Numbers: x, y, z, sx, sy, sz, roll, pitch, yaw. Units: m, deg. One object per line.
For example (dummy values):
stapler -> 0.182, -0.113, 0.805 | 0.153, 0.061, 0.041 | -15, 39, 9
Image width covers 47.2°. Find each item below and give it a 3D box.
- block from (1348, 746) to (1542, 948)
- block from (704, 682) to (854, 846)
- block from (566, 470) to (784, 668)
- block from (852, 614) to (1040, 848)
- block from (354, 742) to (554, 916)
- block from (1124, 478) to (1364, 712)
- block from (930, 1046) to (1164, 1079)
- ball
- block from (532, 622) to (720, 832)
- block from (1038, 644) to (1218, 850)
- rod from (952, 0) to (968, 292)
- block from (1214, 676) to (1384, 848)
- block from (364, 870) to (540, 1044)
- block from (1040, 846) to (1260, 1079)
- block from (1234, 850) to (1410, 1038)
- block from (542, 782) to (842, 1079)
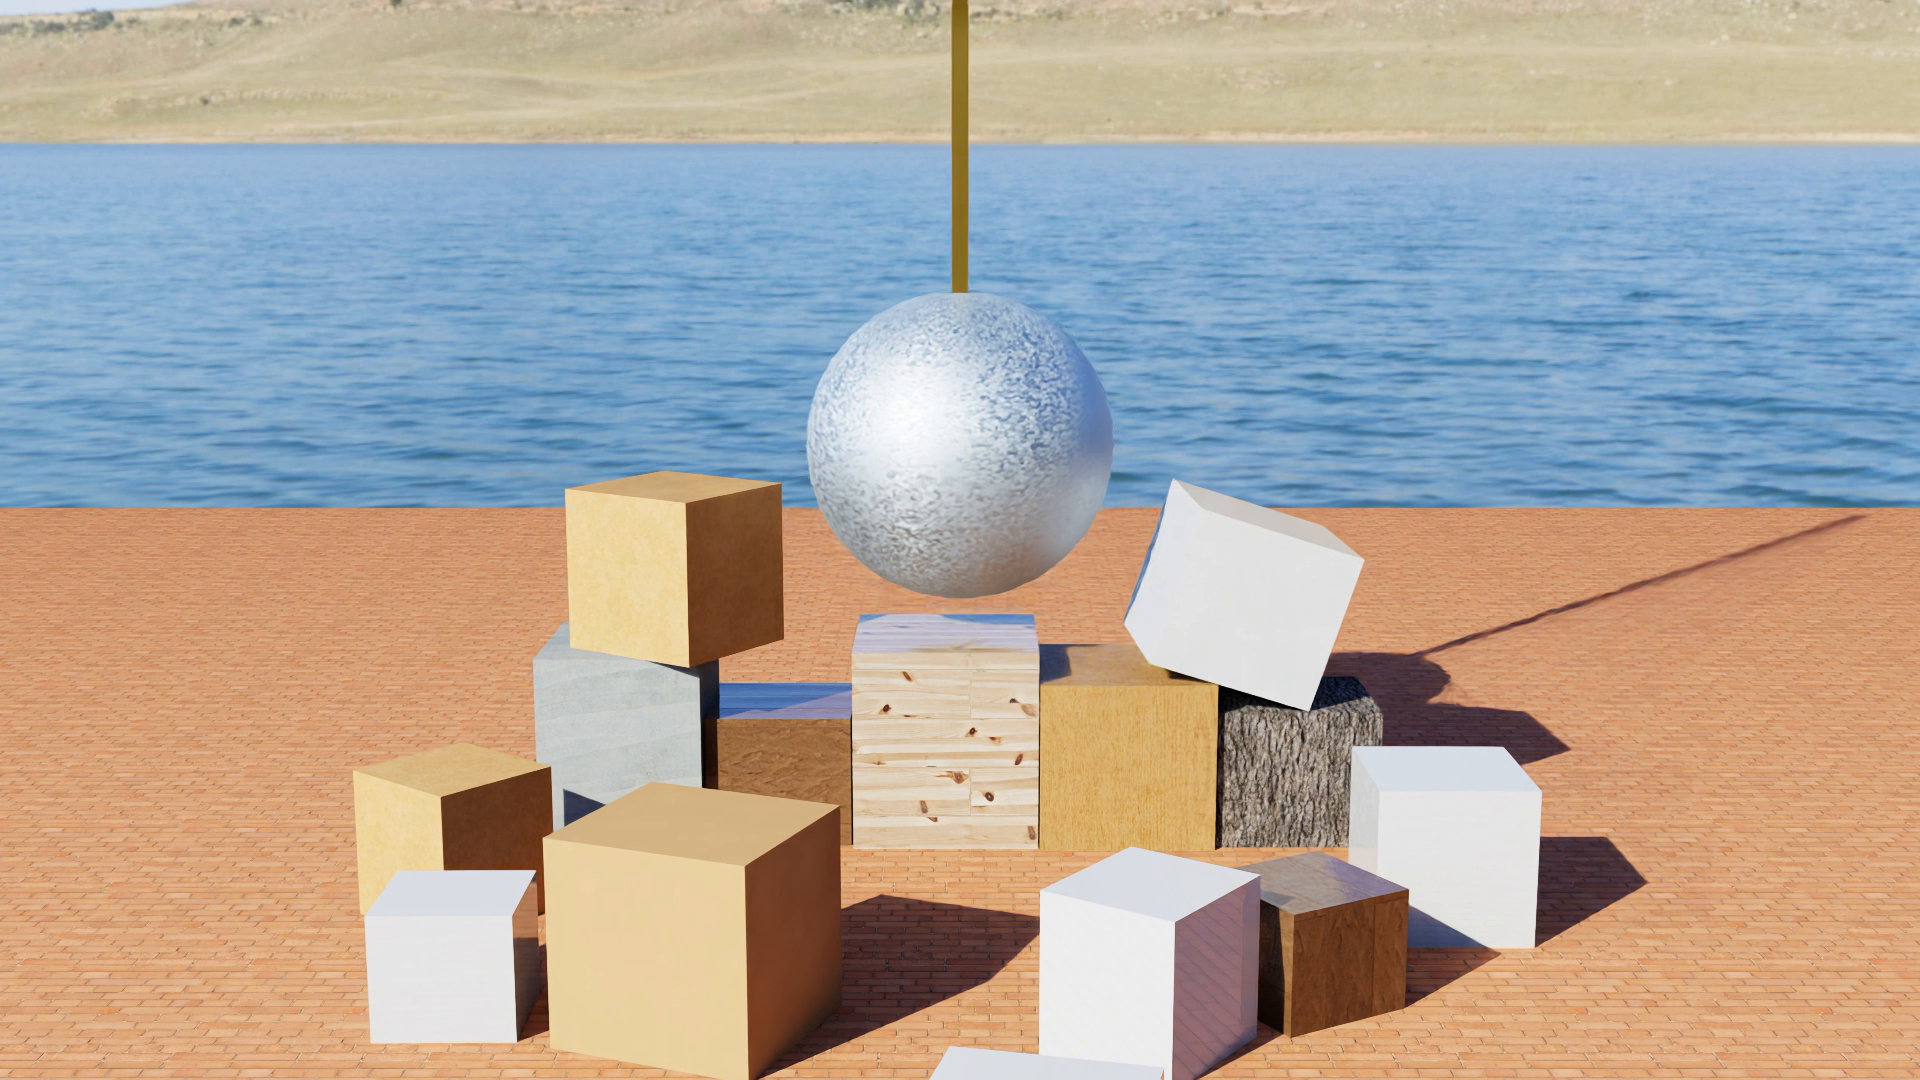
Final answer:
block -> 2.179, 1.380, 9.972 | 0.704, 0.716, 0.716 | 0, 10, 0
block -> -0.912, 1.150, 11.398 | 0.729, 0.658, 0.747 | 0, 10, 0
block -> -1.435, 0.127, 11.116 | 0.783, 0.809, 0.743 | 7, 12, 33
block -> -0.071, 0.974, 11.386 | 0.926, 1.010, 0.889 | 0, 10, 0
block -> -2.314, 1.377, 10.086 | 0.639, 0.682, 0.620 | 8, 13, 39
block -> 1.428, 0.267, 11.249 | 0.853, 0.811, 0.847 | 17, 10, -8
block -> 0.228, 2.005, 6.666 | 0.687, 0.669, 0.624 | 2, 11, 13
ball -> 0.000, -0.495, 11.435 | 1.600, 1.600, 1.600 | 0, 10, 0
block -> -1.695, 0.994, 11.354 | 0.818, 0.982, 0.884 | 0, 10, 0
block -> 0.838, 1.055, 11.390 | 0.878, 0.848, 0.920 | 0, 10, 0
rod -> 0.000, -3.800, 10.639 | 0.080, 5.200, 0.080 | 0, 14, 0
block -> 1.696, 1.135, 11.374 | 0.817, 0.697, 0.763 | 0, 10, 0
block -> -2.038, 1.675, 8.887 | 0.573, 0.524, 0.543 | 0, 10, -1
block -> 0.742, 1.657, 8.575 | 0.596, 0.672, 0.657 | 7, 13, 36
block -> 1.421, 1.650, 9.058 | 0.595, 0.512, 0.572 | -6, 12, -30
block -> -1.045, 1.531, 8.748 | 0.875, 0.858, 0.819 | 4, 11, 22
